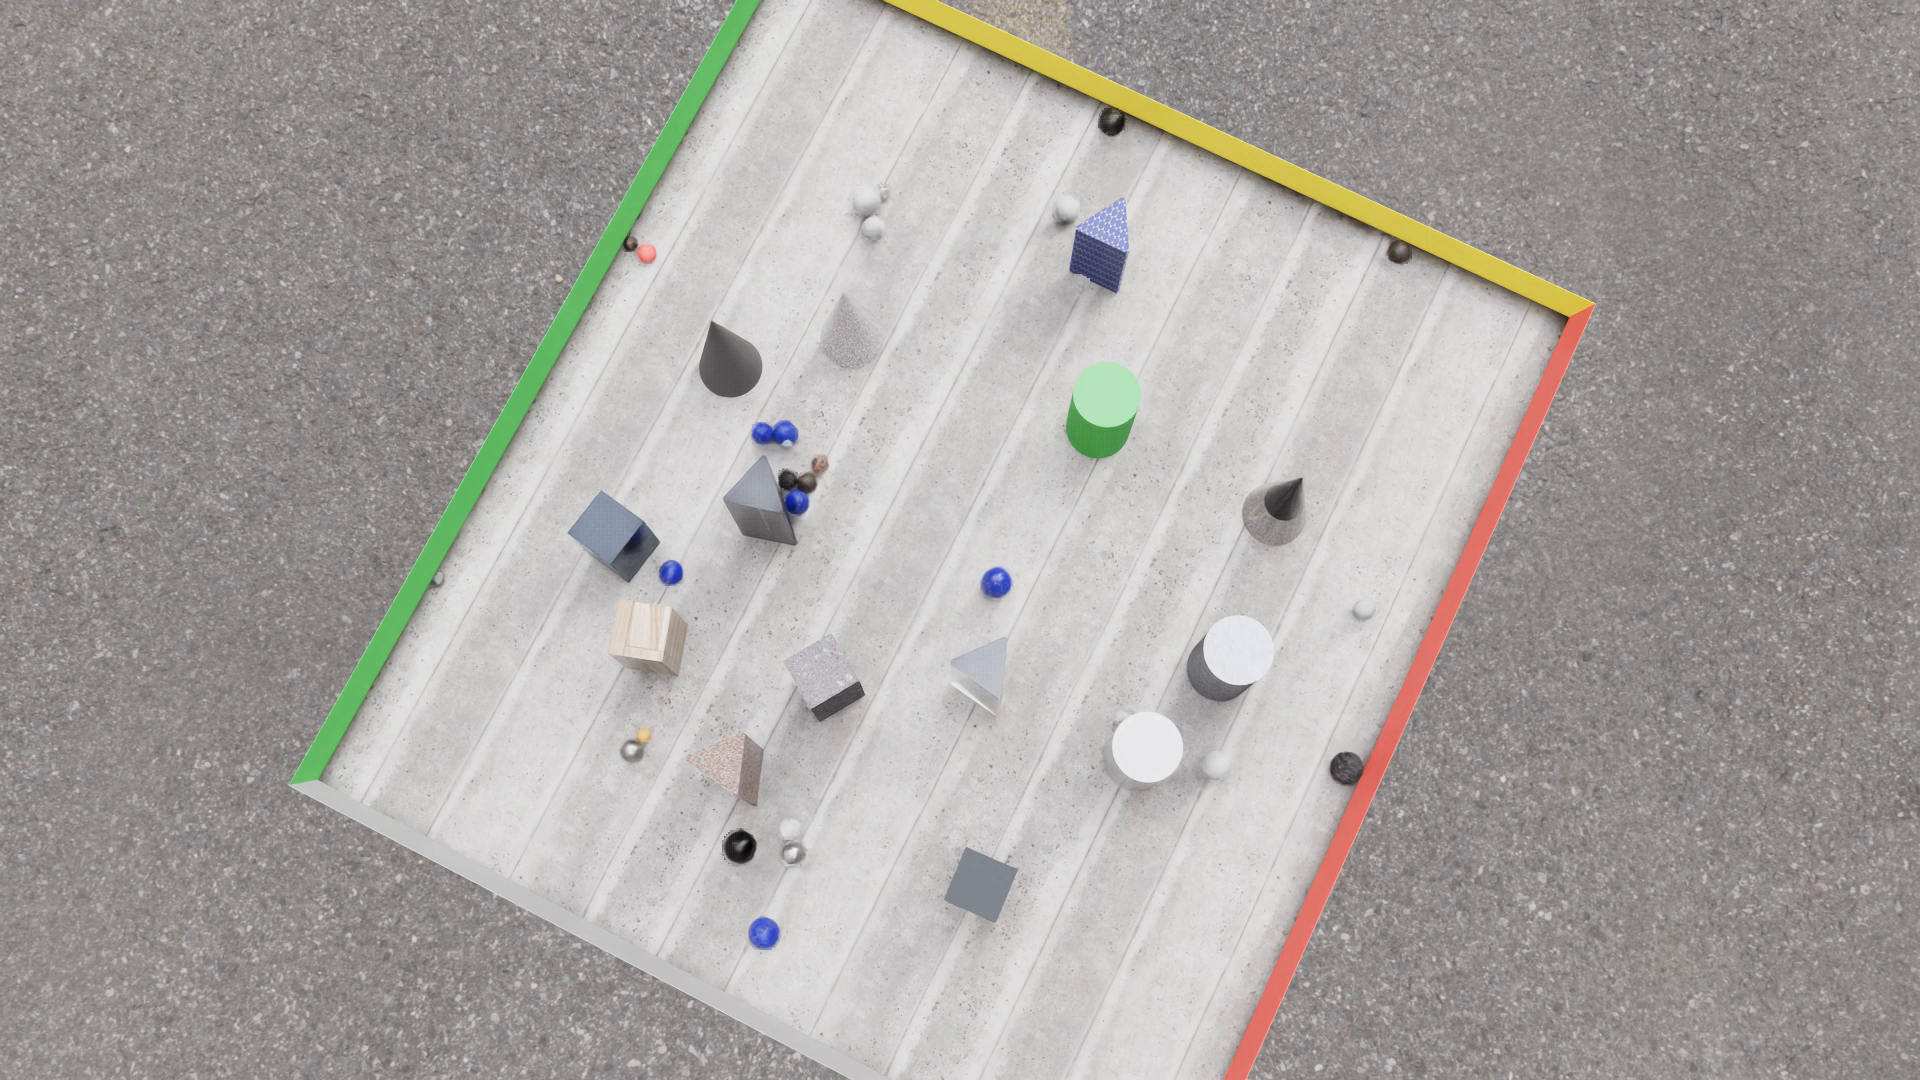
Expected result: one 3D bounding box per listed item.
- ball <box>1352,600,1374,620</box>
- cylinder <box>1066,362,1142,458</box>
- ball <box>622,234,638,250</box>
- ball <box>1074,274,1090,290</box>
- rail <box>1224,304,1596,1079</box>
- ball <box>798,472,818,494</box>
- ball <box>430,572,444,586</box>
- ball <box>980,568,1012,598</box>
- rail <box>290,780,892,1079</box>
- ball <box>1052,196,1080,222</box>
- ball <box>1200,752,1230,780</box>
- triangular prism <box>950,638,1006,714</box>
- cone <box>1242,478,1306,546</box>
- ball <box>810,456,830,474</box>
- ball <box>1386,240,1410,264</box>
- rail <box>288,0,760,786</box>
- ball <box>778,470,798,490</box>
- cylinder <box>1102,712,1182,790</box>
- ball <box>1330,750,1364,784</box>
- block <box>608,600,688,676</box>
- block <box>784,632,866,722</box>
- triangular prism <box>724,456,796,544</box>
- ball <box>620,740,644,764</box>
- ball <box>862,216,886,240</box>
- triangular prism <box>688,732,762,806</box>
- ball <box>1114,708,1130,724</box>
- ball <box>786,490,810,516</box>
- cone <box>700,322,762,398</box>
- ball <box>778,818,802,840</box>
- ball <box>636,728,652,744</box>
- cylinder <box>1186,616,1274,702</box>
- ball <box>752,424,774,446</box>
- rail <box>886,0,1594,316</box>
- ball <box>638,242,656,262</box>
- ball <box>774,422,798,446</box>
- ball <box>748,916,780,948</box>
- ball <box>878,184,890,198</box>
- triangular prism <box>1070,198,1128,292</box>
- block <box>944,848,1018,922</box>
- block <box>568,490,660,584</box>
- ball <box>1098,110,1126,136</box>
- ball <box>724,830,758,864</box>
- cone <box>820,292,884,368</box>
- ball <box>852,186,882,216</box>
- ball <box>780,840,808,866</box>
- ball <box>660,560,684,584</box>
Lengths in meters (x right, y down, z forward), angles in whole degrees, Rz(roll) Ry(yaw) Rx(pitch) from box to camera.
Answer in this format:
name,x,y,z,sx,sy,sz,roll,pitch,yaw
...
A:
name,x,y,z,sx,sy,sz,roll,pitch,yaw
ball,1.219,0.212,5.540,0.064,0.064,0.064,0,78,0
cylinder,0.428,-0.387,5.510,0.199,0.366,0.199,0,78,0
ball,-1.042,-0.939,5.786,0.048,0.048,0.048,0,78,0
ball,0.383,-0.811,5.761,0.046,0.046,0.046,0,78,0
rail,1.249,0.619,5.422,0.045,0.129,3.066,26,80,5
ball,-0.467,-0.174,5.620,0.064,0.064,0.064,0,78,0
ball,-1.590,0.116,5.570,0.044,0.044,0.044,0,78,0
ball,0.110,0.131,5.542,0.094,0.094,0.094,0,78,0
rail,-0.675,1.329,5.275,2.841,0.129,0.045,26,80,5
ball,0.335,-1.045,5.790,0.084,0.084,0.084,0,78,0
ball,0.757,0.670,5.434,0.085,0.085,0.085,0,78,0
triangular prism,0.086,0.374,5.314,0.172,0.442,0.149,35,80,7
cone,0.966,-0.128,5.398,0.199,0.479,0.199,0,78,0
ball,-0.430,-0.231,5.636,0.057,0.057,0.057,0,78,0
ball,1.381,-0.906,5.767,0.074,0.074,0.074,0,78,0
rail,-1.249,-0.605,5.675,0.045,0.129,3.066,26,80,5
ball,-0.529,-0.183,5.624,0.060,0.060,0.060,0,78,0
cylinder,0.527,0.616,5.312,0.199,0.346,0.199,0,78,0
ball,1.146,0.674,5.427,0.098,0.098,0.098,0,78,0
block,-0.915,0.291,5.393,0.159,0.319,0.159,8,78,2
block,-0.393,0.405,5.355,0.159,0.348,0.159,-30,80,-6
triangular prism,-0.569,-0.121,5.402,0.172,0.469,0.149,11,79,2
ball,-0.973,0.628,5.451,0.070,0.070,0.070,0,78,0
ball,-0.272,-0.984,5.782,0.074,0.074,0.074,0,78,0
triangular prism,-0.635,0.635,5.240,0.172,0.480,0.149,35,80,7
ball,0.488,0.529,5.482,0.048,0.048,0.048,0,78,0
ball,-0.497,-0.114,5.602,0.075,0.075,0.075,0,78,0
cone,-0.717,-0.587,5.504,0.199,0.458,0.199,0,78,0
ball,-0.502,0.852,5.406,0.068,0.068,0.068,0,78,0
ball,-0.944,0.584,5.473,0.045,0.045,0.045,0,78,0
cylinder,0.784,0.349,5.346,0.199,0.389,0.199,0,78,0
ball,-0.607,-0.326,5.650,0.067,0.067,0.067,0,78,0
rail,0.675,-1.315,5.822,2.841,0.129,0.045,26,80,5
ball,-0.986,-0.905,5.773,0.061,0.061,0.061,0,78,0
ball,-0.535,-0.326,5.645,0.077,0.077,0.077,0,78,0
ball,-0.570,1.143,5.333,0.092,0.092,0.092,0,78,0
ball,-0.242,-1.108,5.825,0.041,0.041,0.041,0,78,0
triangular prism,0.455,-0.918,5.624,0.172,0.359,0.149,26,80,5
block,0.058,0.991,5.257,0.159,0.302,0.159,23,79,5
block,-1.028,-0.007,5.463,0.159,0.304,0.159,35,80,7
ball,0.485,-1.332,5.849,0.085,0.085,0.085,0,78,0
ball,-0.644,0.902,5.380,0.097,0.097,0.097,0,78,0
cone,-0.339,-0.679,5.536,0.199,0.433,0.199,0,78,0
ball,-0.295,-1.069,5.790,0.093,0.093,0.093,0,78,0
ball,-0.488,0.921,5.386,0.078,0.078,0.078,0,78,0
ball,-0.876,0.097,5.559,0.074,0.074,0.074,0,78,0
